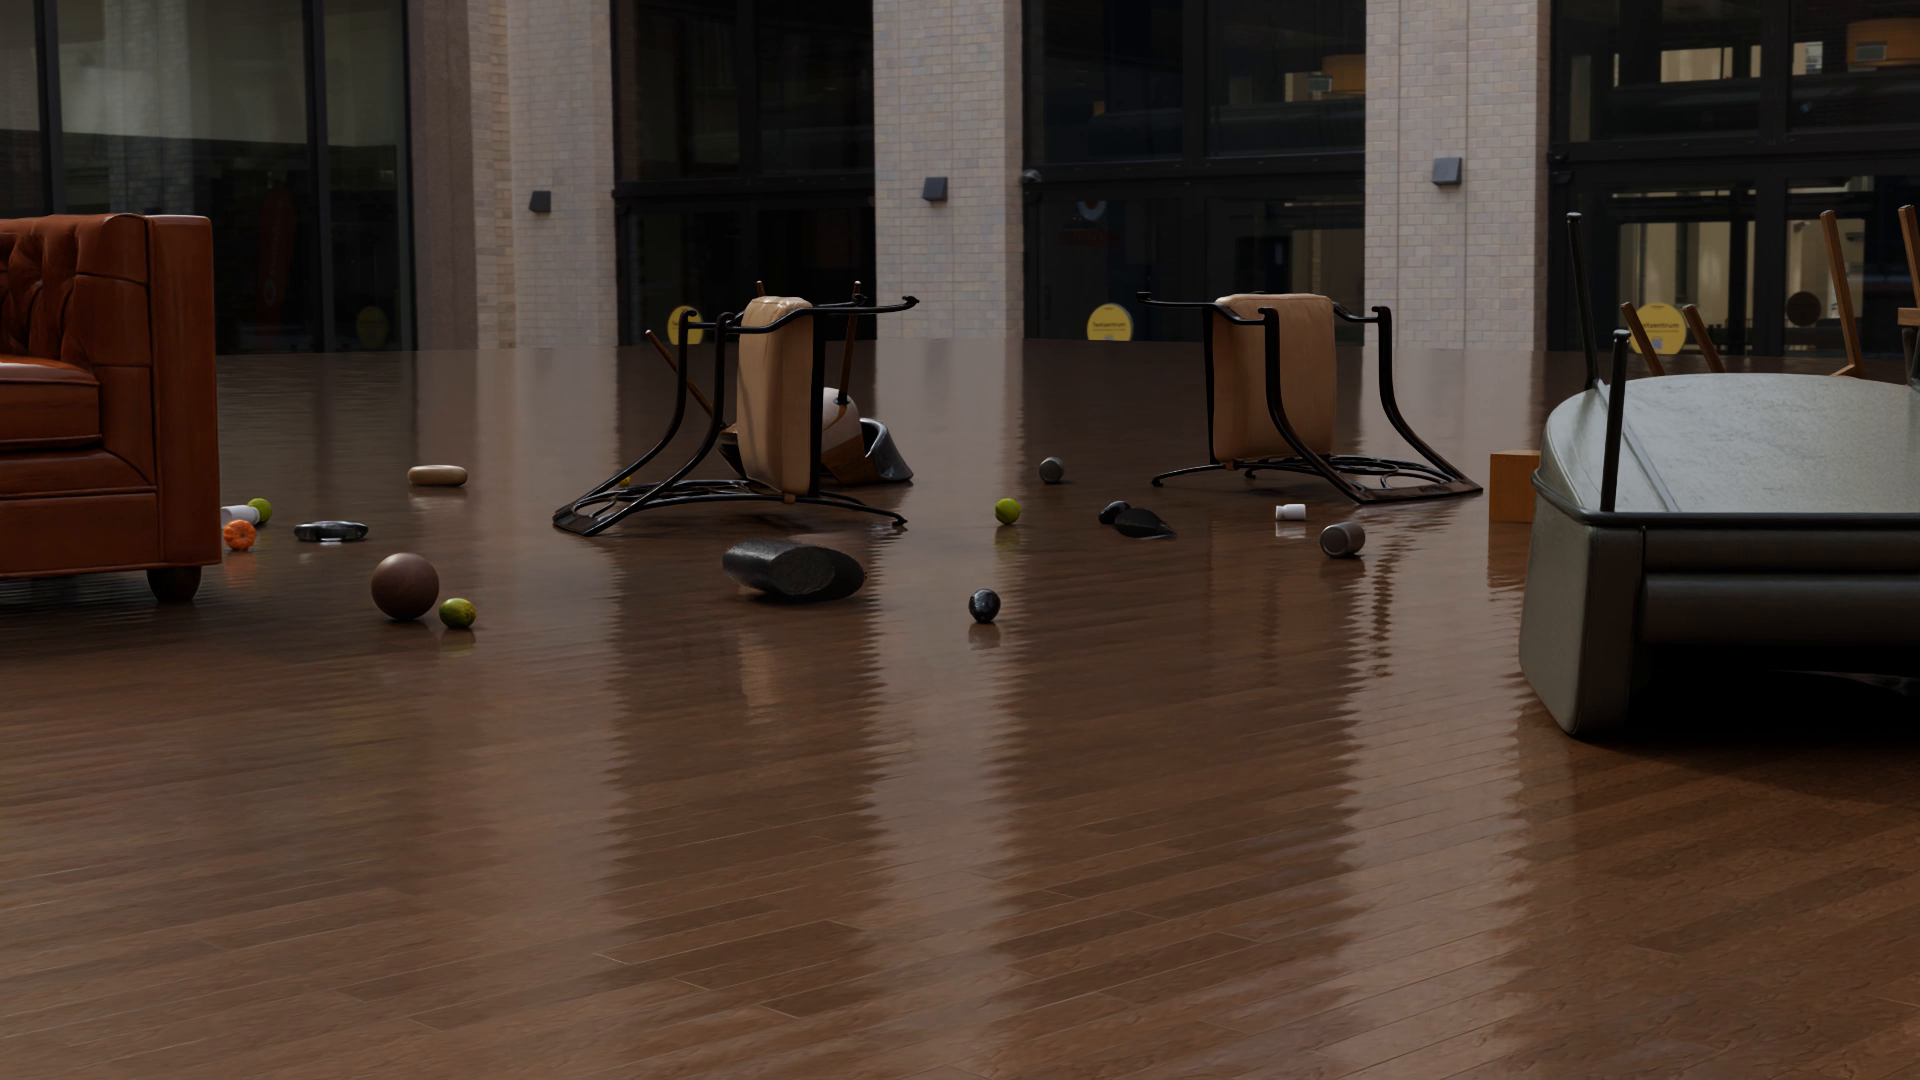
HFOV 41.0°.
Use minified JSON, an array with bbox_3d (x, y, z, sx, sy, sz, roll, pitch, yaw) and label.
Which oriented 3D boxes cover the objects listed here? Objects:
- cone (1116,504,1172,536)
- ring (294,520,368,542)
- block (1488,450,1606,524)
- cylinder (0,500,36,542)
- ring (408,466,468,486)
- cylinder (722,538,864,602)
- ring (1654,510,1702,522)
[{"bbox_3d":[0.502,-0.030,6.525,0.154,0.075,0.158,-6,-23,39],"label":"cone"},{"bbox_3d":[-1.575,-0.023,6.425,0.184,0.044,0.132,-1,5,-6],"label":"ring"},{"bbox_3d":[1.591,-0.146,6.951,0.258,0.179,0.202,3,7,28],"label":"block"},{"bbox_3d":[-2.366,-0.047,6.391,0.107,0.093,0.098,40,-18,-32],"label":"cylinder"},{"bbox_3d":[-1.645,-0.201,8.076,0.213,0.061,0.101,1,8,21],"label":"ring"},{"bbox_3d":[-0.343,0.061,5.271,0.228,0.110,0.197,6,2,-33],"label":"cylinder"},{"bbox_3d":[1.938,-0.065,6.932,0.156,0.024,0.088,-4,6,-30],"label":"ring"}]
